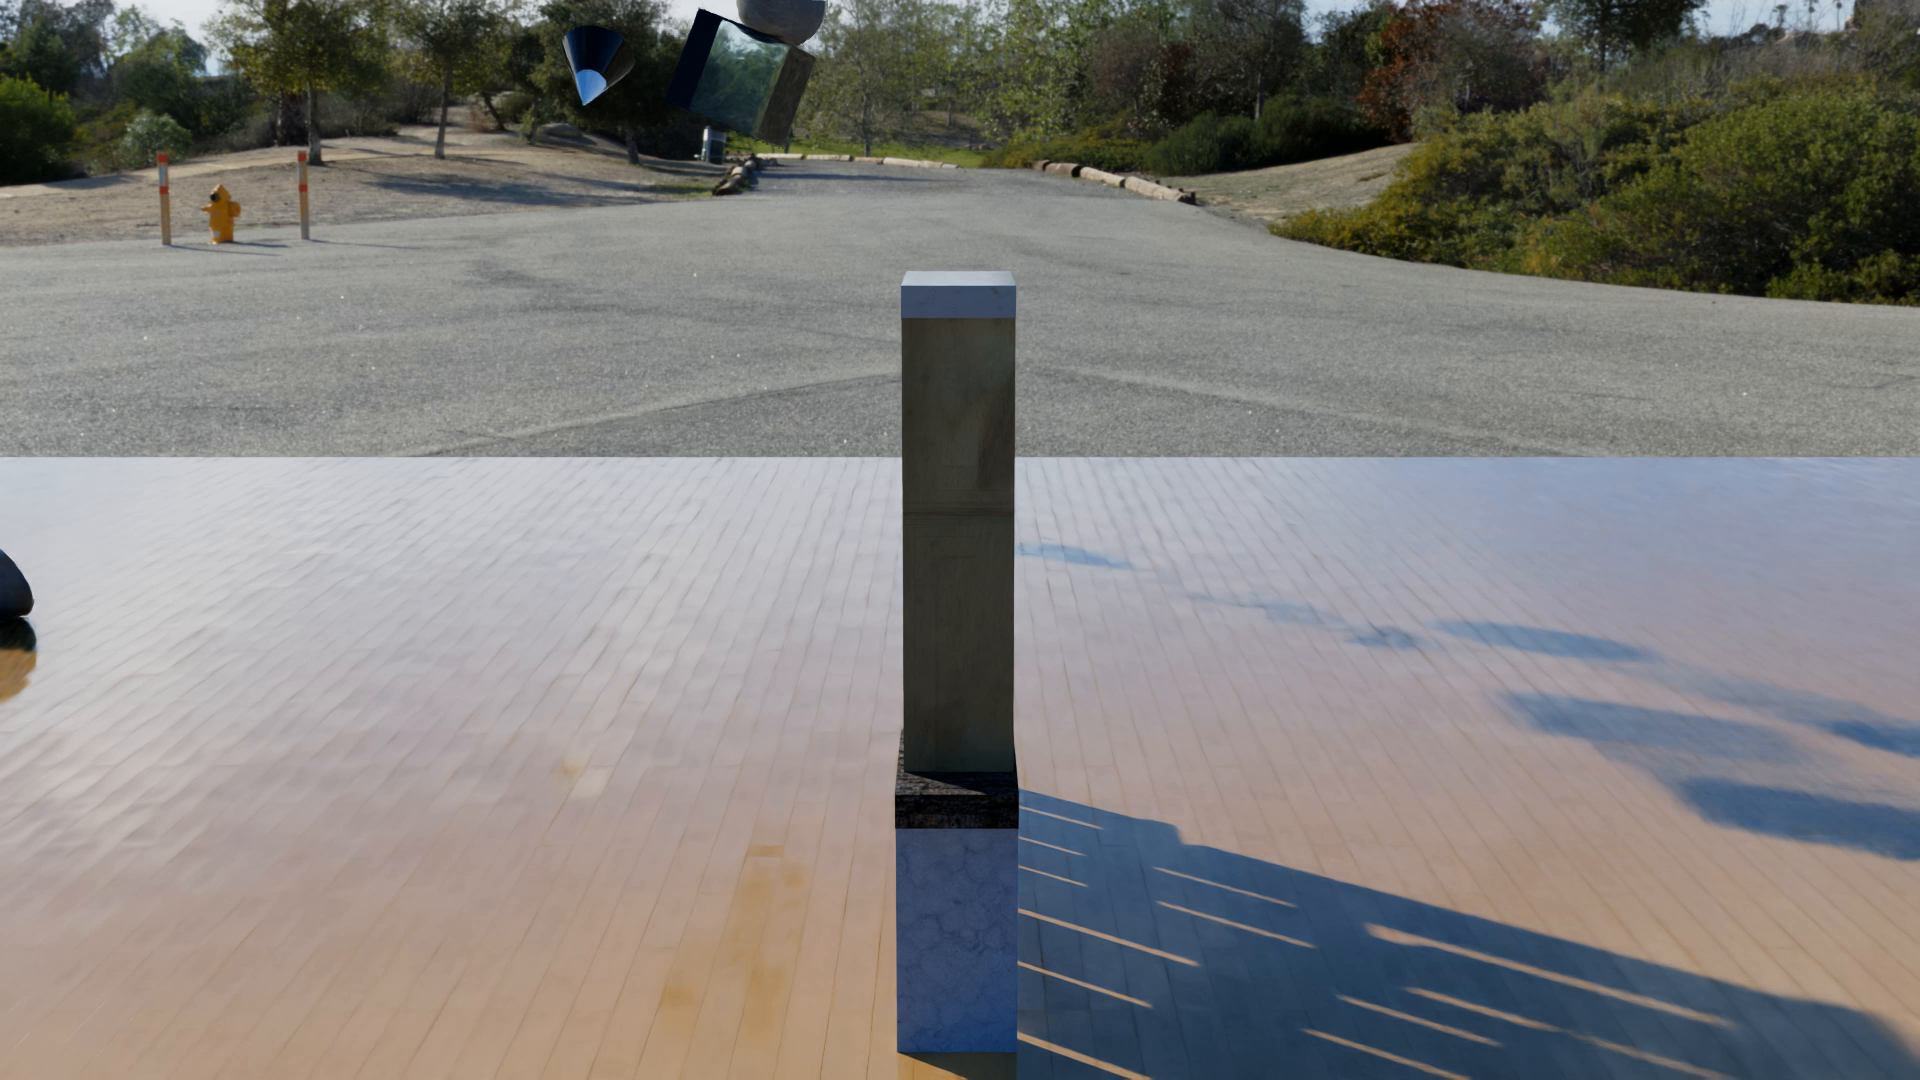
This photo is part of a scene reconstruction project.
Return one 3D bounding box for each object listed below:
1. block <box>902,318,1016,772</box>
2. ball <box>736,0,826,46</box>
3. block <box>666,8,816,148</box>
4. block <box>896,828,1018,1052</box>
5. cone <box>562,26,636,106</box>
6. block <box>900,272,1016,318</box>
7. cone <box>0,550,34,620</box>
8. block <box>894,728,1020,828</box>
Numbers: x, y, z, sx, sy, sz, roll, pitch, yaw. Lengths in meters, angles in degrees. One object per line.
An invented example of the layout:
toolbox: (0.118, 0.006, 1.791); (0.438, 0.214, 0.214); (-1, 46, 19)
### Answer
block: (-0.002, 0.008, 3.005); (0.152, 0.629, 0.043); (0, 11, 0)
ball: (-0.528, -1.585, 6.494); (0.261, 0.261, 0.261); (0, 11, 0)
block: (-0.568, -1.198, 5.714); (0.250, 0.250, 0.250); (24, 8, 12)
block: (-0.004, 0.540, 3.030); (0.166, 0.332, 0.047); (0, 11, 0)
cone: (-1.204, -1.503, 7.178); (0.243, 0.243, 0.243); (5, -33, 3)
block: (-0.002, -0.341, 3.043); (0.152, 0.043, 0.303); (0, 11, 0)
cone: (-2.572, 0.167, 5.611); (0.272, 0.272, 0.272); (6, 39, 30)
block: (-0.004, 0.333, 3.104); (0.166, 0.047, 0.332); (0, 11, 0)
